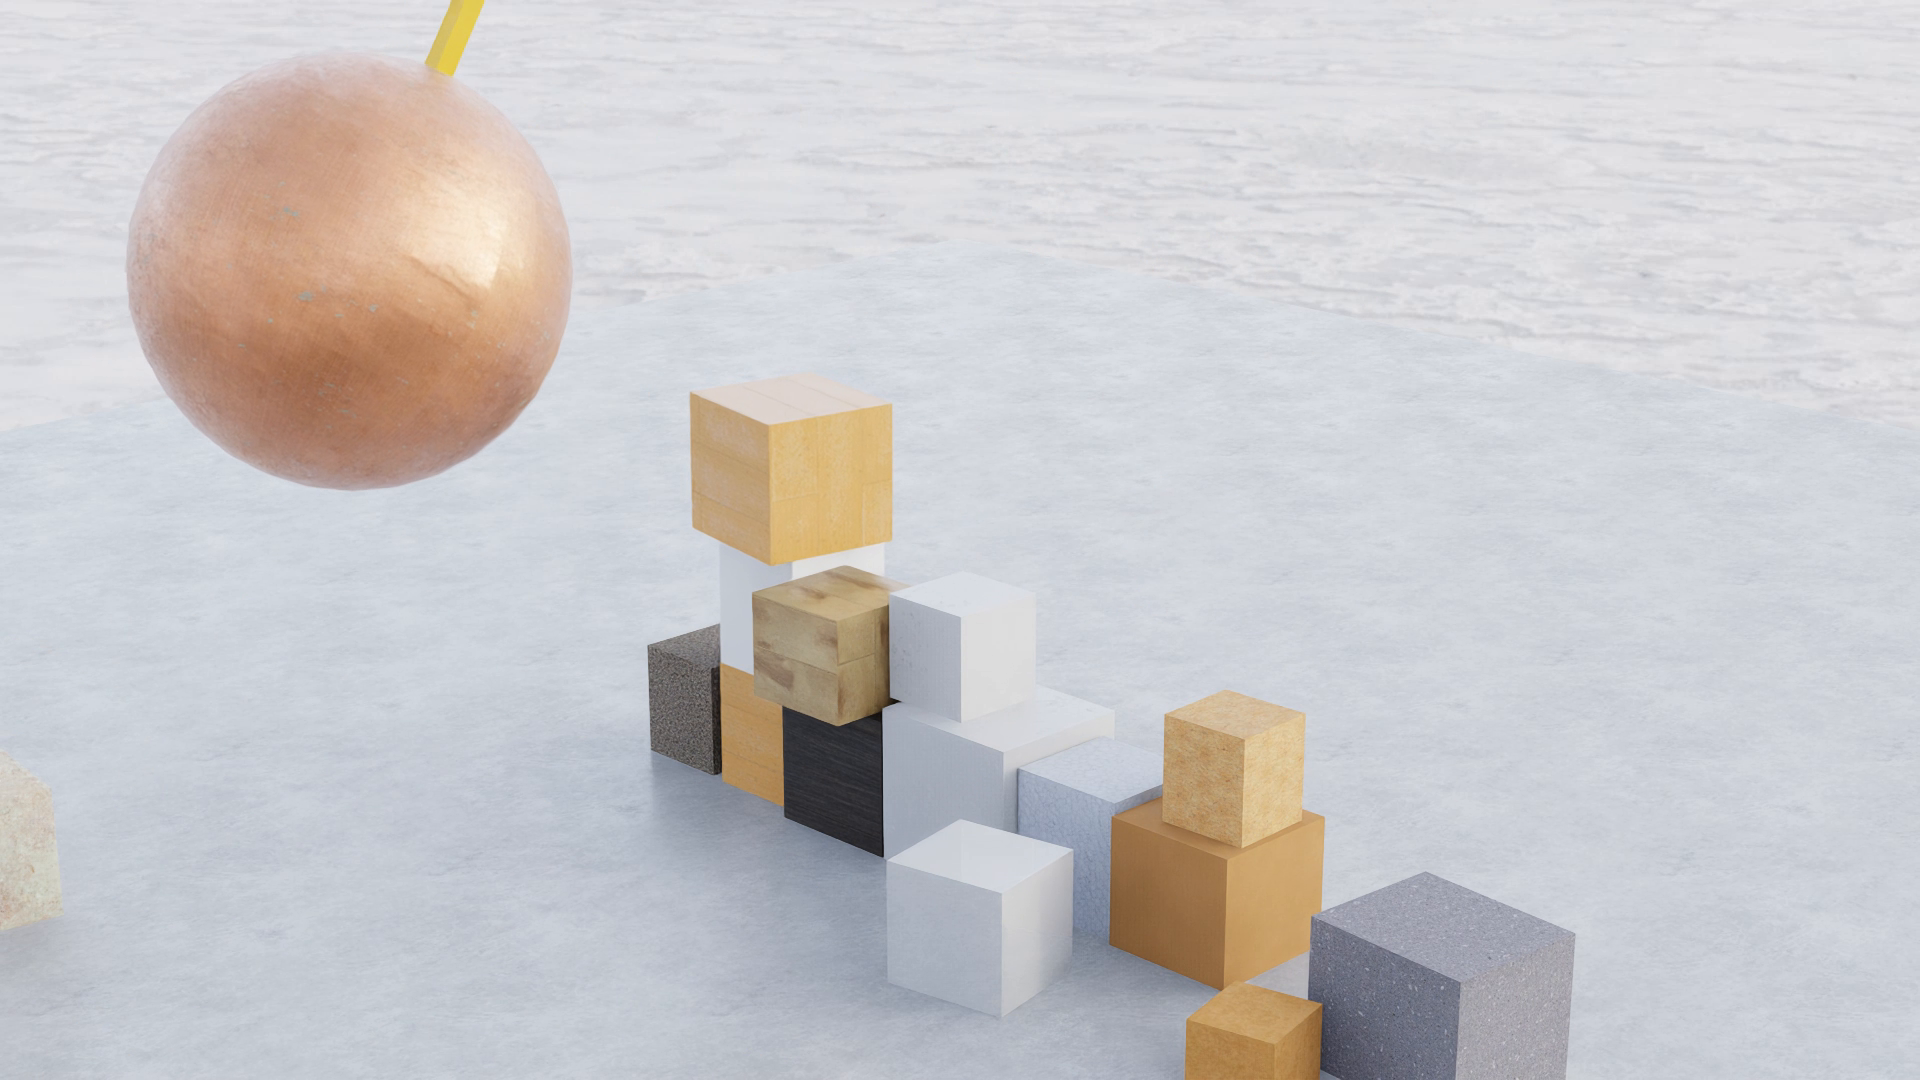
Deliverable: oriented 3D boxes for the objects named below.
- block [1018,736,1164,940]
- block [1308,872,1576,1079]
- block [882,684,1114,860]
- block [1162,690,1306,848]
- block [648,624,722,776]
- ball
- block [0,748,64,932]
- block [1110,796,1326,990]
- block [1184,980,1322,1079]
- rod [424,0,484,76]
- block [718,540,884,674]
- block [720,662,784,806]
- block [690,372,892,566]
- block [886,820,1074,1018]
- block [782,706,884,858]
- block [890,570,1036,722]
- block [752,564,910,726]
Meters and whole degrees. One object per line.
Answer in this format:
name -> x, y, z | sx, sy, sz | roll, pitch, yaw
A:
block -> 0.657, 1.321, 13.057 | 0.555, 0.651, 0.573 | -17, 24, -42
block -> 1.883, 1.805, 11.539 | 0.671, 0.638, 0.769 | -14, 22, -38
block -> 0.176, 1.130, 13.505 | 0.728, 0.746, 0.772 | -17, 24, -42
block -> 1.162, 0.966, 12.451 | 0.429, 0.487, 0.415 | 16, 23, 41
block -> -1.226, 0.799, 14.857 | 0.497, 0.566, 0.492 | -17, 24, -42
ball -> -2.218, -0.979, 10.709 | 1.600, 1.600, 1.600 | 0, 17, 0
block -> -4.416, 1.363, 12.997 | 0.621, 0.606, 0.598 | -13, 22, -36
block -> 1.107, 1.473, 12.654 | 0.646, 0.602, 0.648 | -17, 24, -42
block -> 1.144, 1.994, 11.424 | 0.383, 0.346, 0.405 | 11, 21, 31
rod -> -0.961, -4.121, 11.039 | 0.080, 5.200, 0.080 | 17, -8, 42
block -> -0.767, 0.278, 14.251 | 0.590, 0.669, 0.538 | -16, 24, -42
block -> -0.793, 0.900, 14.432 | 0.538, 0.624, 0.544 | -17, 24, -42
block -> -0.807, -0.352, 14.006 | 0.685, 0.680, 0.720 | -12, 22, -34
block -> 0.086, 1.586, 12.366 | 0.579, 0.558, 0.541 | 12, 21, 33
block -> -0.335, 1.005, 14.027 | 0.683, 0.672, 0.759 | 17, 24, 42
block -> 0.012, 0.485, 13.472 | 0.482, 0.504, 0.468 | -17, 24, -42
block -> -0.553, 0.485, 13.711 | 0.579, 0.509, 0.593 | 17, 24, 42
